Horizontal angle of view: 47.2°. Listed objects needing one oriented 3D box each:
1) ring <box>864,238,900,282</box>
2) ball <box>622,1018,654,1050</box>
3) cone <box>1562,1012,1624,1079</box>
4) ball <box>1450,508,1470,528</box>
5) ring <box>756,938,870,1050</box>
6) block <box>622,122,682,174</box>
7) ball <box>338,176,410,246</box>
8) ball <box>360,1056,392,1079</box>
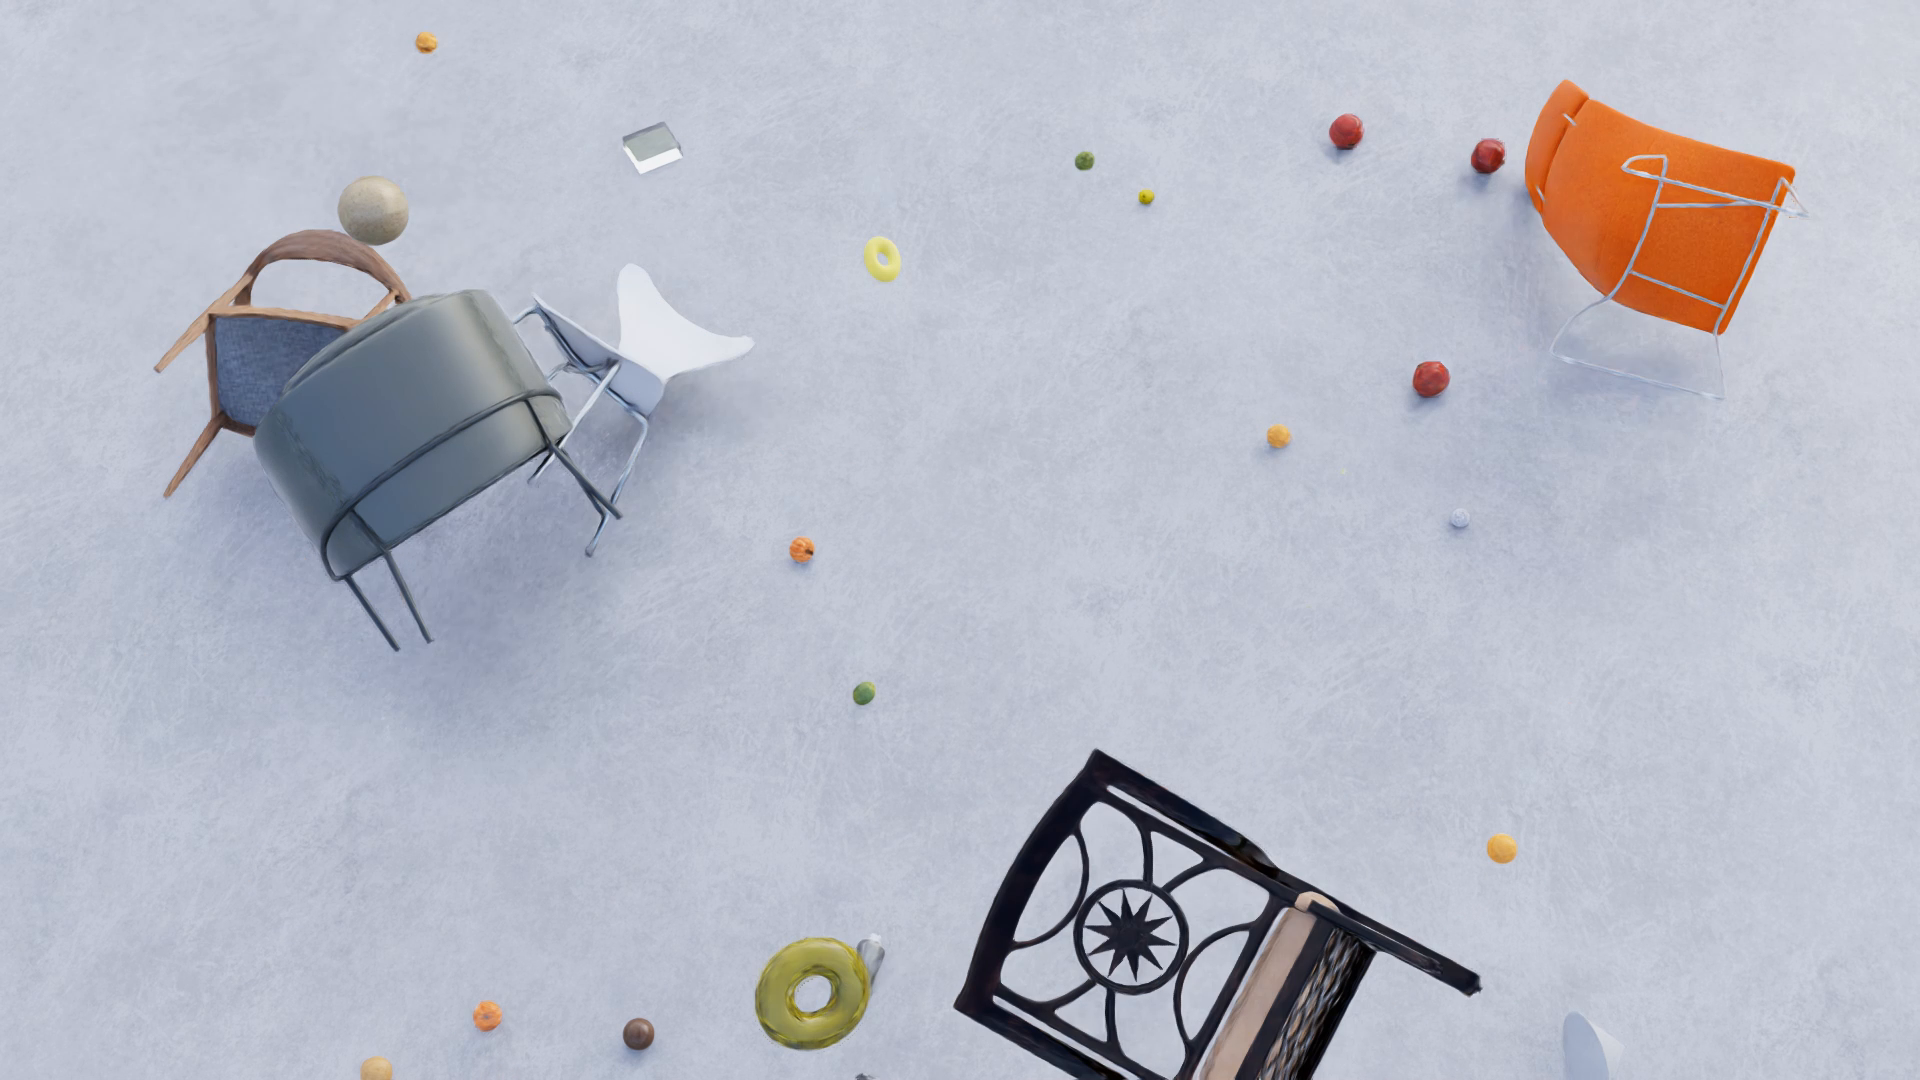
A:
[{"bbox_3d":[-0.245,-0.885,6.935,0.117,0.054,0.150,-16,82,-21],"label":"ring"},{"bbox_3d":[-0.828,1.274,5.669,0.083,0.083,0.083,0,56,0],"label":"ball"},{"bbox_3d":[1.656,1.318,5.645,0.162,0.129,0.251,-7,80,-37],"label":"cone"},{"bbox_3d":[1.498,-0.067,6.585,0.057,0.057,0.057,0,56,0],"label":"ball"},{"bbox_3d":[-0.321,0.993,4.810,0.266,0.068,0.252,-16,100,-21],"label":"ring"},{"bbox_3d":[-1.040,-1.327,7.432,0.157,0.053,0.135,-25,60,-16],"label":"block"},{"bbox_3d":[-1.593,-0.896,5.976,0.189,0.189,0.189,0,56,0],"label":"ball"},{"bbox_3d":[-1.490,1.359,5.613,0.082,0.082,0.082,0,56,0],"label":"ball"}]
